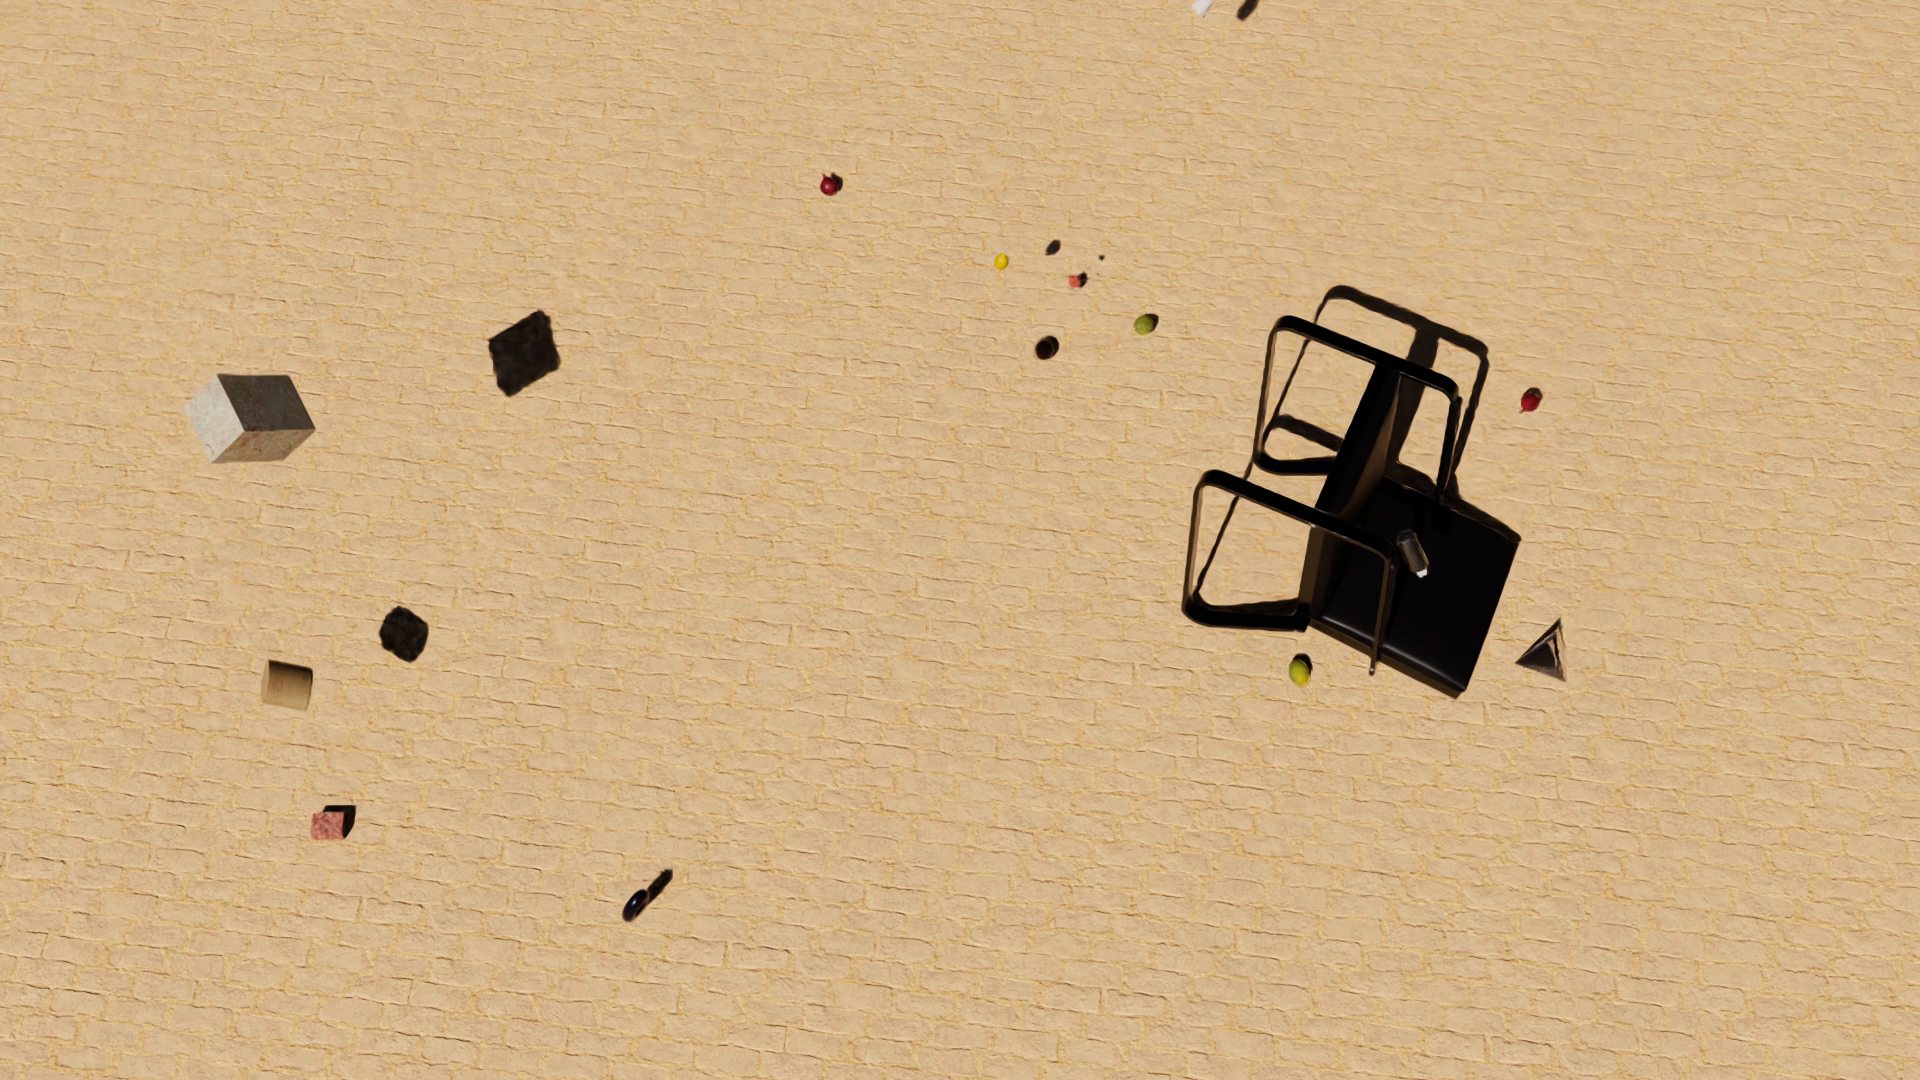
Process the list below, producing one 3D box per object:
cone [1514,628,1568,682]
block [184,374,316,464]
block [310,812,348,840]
[{"bbox_3d":[1.659,0.343,6.310,0.137,0.122,0.161,-11,68,22],"label":"cone"},{"bbox_3d":[-1.829,-0.314,5.671,0.148,0.240,0.171,-36,76,27],"label":"block"},{"bbox_3d":[-1.729,0.783,6.024,0.085,0.040,0.064,-2,56,-1],"label":"block"}]
